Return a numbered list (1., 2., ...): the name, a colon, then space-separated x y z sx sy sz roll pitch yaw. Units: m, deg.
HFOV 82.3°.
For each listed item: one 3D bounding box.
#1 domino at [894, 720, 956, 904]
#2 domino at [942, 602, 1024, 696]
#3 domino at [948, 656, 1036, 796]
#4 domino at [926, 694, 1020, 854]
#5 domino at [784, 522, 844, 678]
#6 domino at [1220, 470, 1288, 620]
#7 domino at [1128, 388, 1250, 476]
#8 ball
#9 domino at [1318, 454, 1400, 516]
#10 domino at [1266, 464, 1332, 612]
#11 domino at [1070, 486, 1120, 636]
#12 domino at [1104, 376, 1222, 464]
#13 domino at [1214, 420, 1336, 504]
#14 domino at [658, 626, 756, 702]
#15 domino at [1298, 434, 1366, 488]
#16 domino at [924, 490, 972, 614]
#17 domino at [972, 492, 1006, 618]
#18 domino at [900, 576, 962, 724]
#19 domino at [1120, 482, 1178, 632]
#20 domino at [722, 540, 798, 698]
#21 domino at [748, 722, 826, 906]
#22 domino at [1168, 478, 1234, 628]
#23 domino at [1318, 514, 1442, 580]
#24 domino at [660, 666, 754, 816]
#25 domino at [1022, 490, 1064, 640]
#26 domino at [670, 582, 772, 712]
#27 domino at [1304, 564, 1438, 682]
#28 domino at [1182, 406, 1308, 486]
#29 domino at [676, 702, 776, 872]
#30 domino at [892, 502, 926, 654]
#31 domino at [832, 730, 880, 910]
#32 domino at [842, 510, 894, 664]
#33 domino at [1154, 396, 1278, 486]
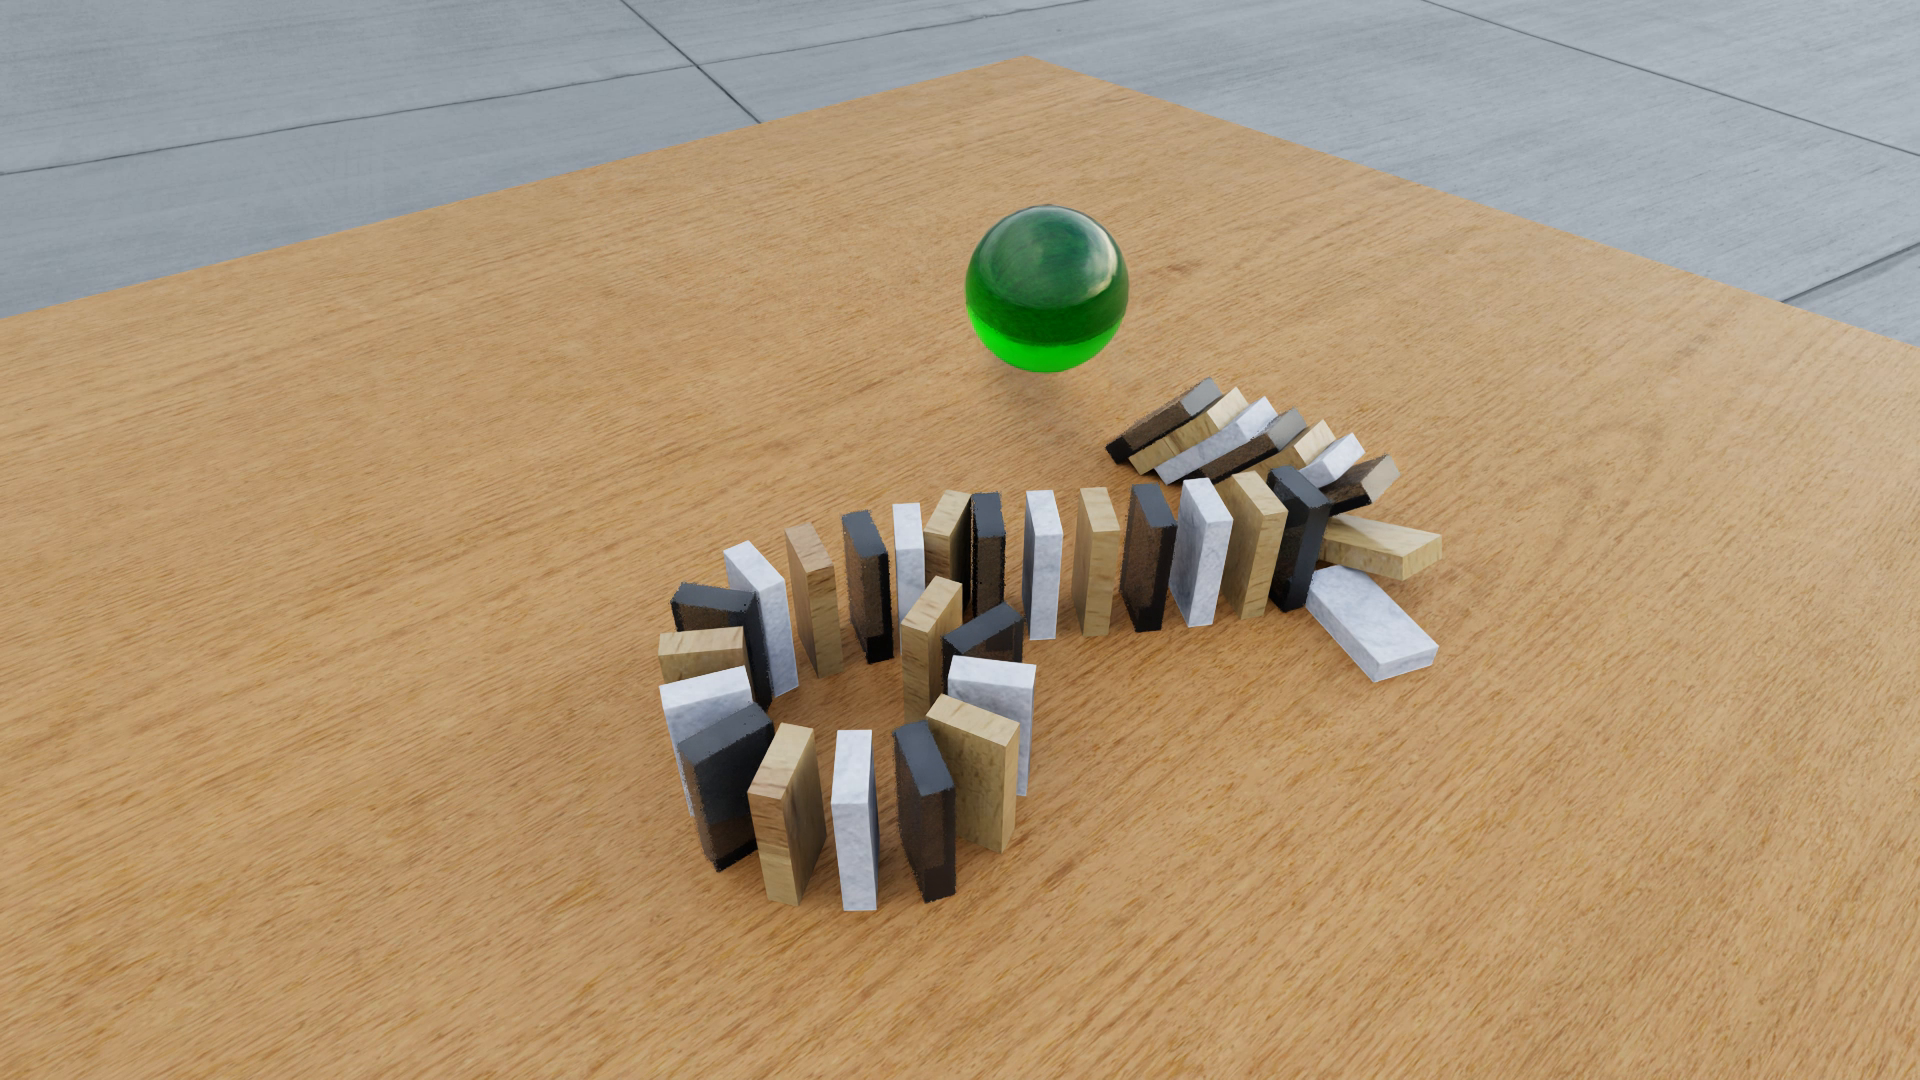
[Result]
1. domino: -0.010 0.078 0.316 0.009 0.050 0.025 -13 41 -15
2. domino: 0.007 0.046 0.355 0.025 0.050 0.010 -27 47 -29
3. domino: 0.010 0.058 0.340 0.025 0.050 0.009 6 40 7
4. domino: 0.004 0.070 0.326 0.025 0.050 0.010 18 43 20
5. domino: -0.051 0.022 0.385 0.010 0.050 0.025 -16 42 -18
6. domino: 0.107 0.002 0.409 0.009 0.050 0.025 -10 40 -12
7. domino: 0.098 -0.046 0.473 0.025 0.050 0.009 -38 94 -37
8. ball: 0.042 -0.122 0.537 0.080 0.080 0.080 0 39 0
9. domino: 0.147 -0.018 0.440 0.025 0.010 0.050 -36 8 -36
10. domino: 0.122 0.000 0.412 0.009 0.050 0.025 -14 41 -17
11. domino: 0.049 0.008 0.401 0.009 0.050 0.025 -4 39 -4
12. domino: 0.088 -0.052 0.480 0.025 0.050 0.010 -38 94 -37
13. domino: 0.128 -0.031 0.454 0.025 0.050 0.010 -36 93 -36
14. domino: -0.079 0.050 0.350 0.025 0.050 0.009 -5 40 -6
15. domino: 0.137 -0.025 0.447 0.025 0.050 0.010 -36 93 -35
16. domino: -0.004 0.010 0.400 0.009 0.050 0.025 12 41 14
17. domino: 0.010 0.010 0.399 0.010 0.050 0.025 -2 39 -3
18. domino: -0.009 0.039 0.363 0.010 0.050 0.025 17 42 19
19. domino: 0.068 0.007 0.403 0.010 0.050 0.025 -5 40 -6
20. domino: -0.068 0.028 0.378 0.009 0.050 0.025 -25 45 -27
21. domino: -0.049 0.079 0.315 0.010 0.050 0.025 9 40 11
22. domino: 0.088 0.005 0.405 0.010 0.050 0.025 -6 40 -8
23. domino: 0.157 0.001 0.427 0.025 0.010 0.050 -22 24 -31
24. domino: -0.074 0.062 0.336 0.025 0.050 0.010 -12 41 -15
25. domino: 0.029 0.009 0.400 0.010 0.050 0.025 -3 39 -4
26. domino: -0.079 0.038 0.366 0.025 0.050 0.009 7 40 9
27. domino: 0.149 0.029 0.408 0.025 0.009 0.050 -13 41 -16
28. domino: 0.118 -0.037 0.461 0.025 0.050 0.009 -37 94 -37
29. domino: -0.065 0.073 0.322 0.025 0.050 0.010 -27 46 -29
30. domino: -0.018 0.014 0.394 0.010 0.050 0.025 -3 39 -4
31. domino: -0.029 0.080 0.313 0.009 0.050 0.025 -1 39 -1
32. domino: -0.033 0.017 0.391 0.010 0.050 0.025 -13 41 -15
33. domino: 0.108 -0.042 0.467 0.025 0.050 0.010 -38 94 -37
